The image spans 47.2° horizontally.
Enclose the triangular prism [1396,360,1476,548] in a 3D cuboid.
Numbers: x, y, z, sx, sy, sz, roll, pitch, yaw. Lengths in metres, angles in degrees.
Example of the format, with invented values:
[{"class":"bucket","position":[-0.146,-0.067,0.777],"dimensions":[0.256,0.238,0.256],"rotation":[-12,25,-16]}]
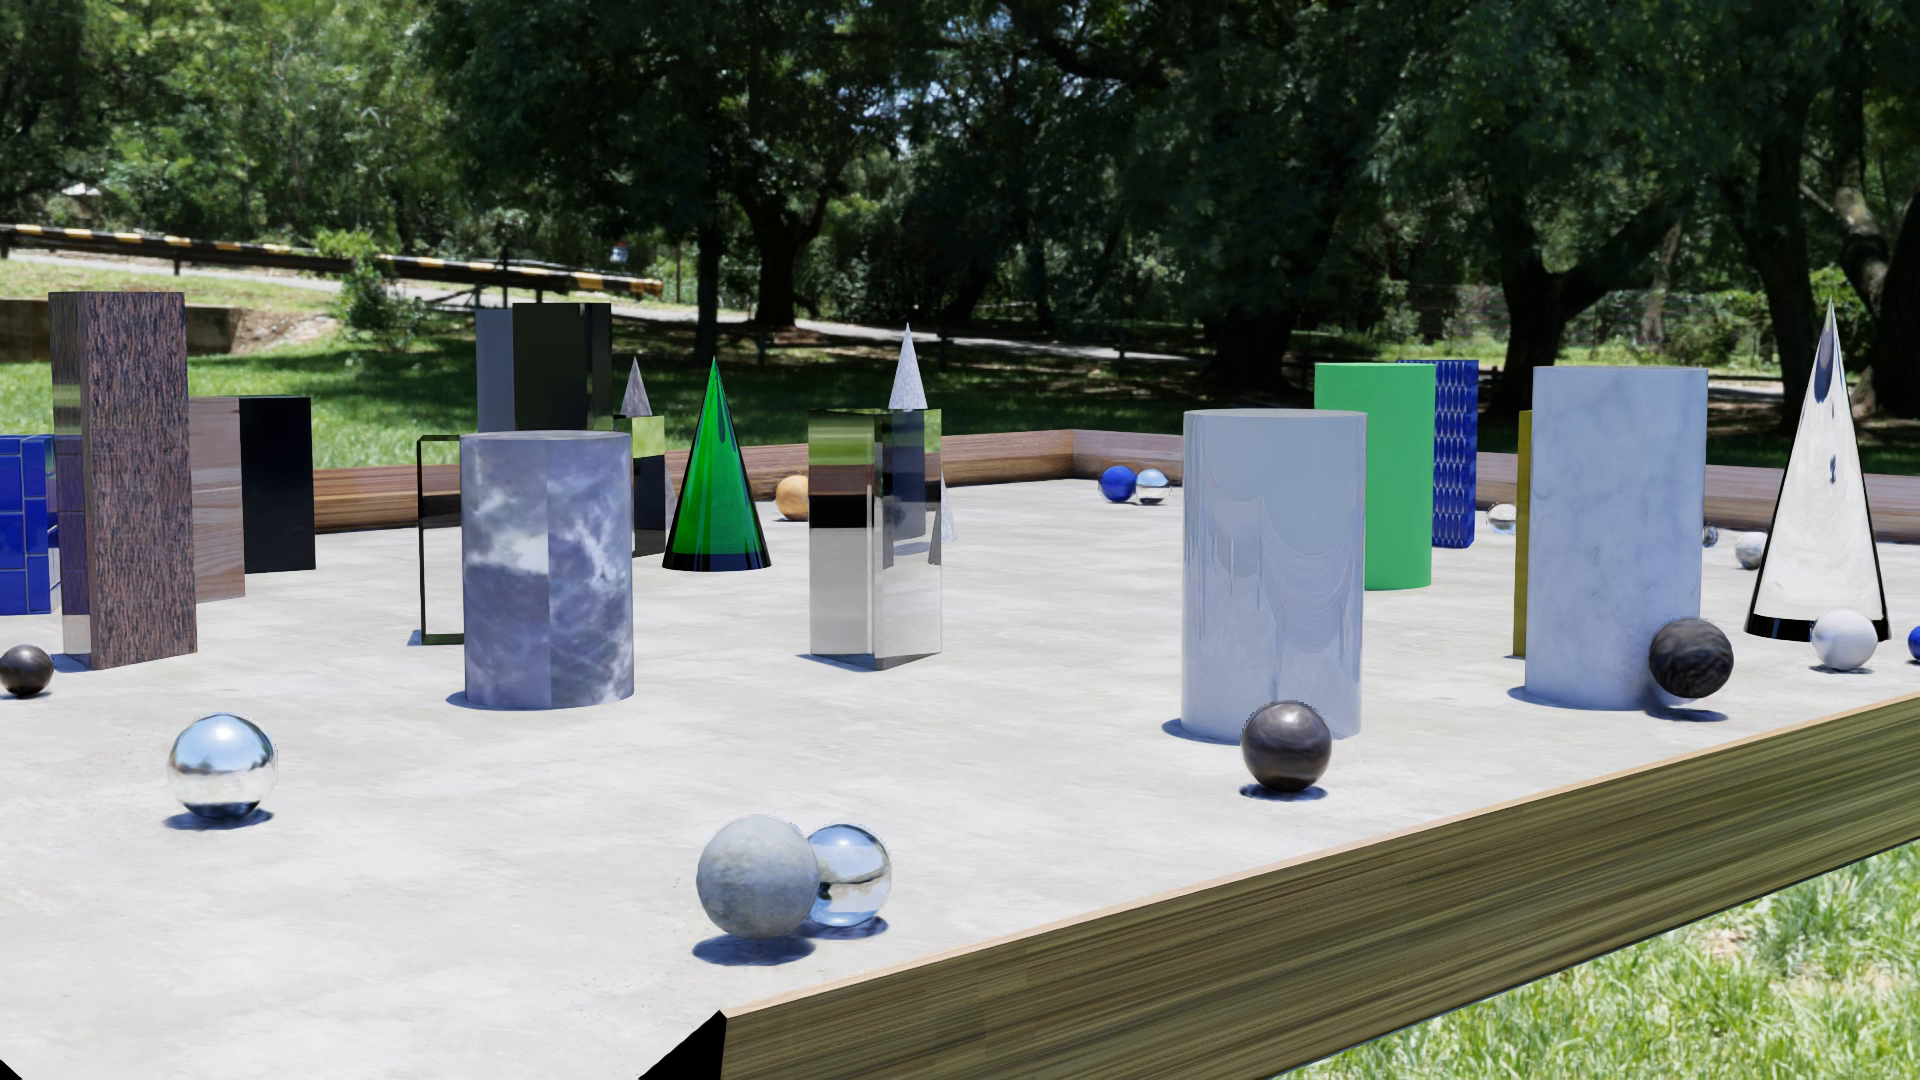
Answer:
[{"class":"triangular prism","position":[0.939,-0.169,4.191],"dimensions":[0.144,0.348,0.167],"rotation":[-6,8,-42]}]

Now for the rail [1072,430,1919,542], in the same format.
[{"class":"rail","position":[1.399,-0.102,4.615],"dimensions":[0.045,0.125,3.294],"rotation":[-6,8,-42]}]

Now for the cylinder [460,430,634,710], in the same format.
[{"class":"cylinder","position":[-0.475,0.029,2.533],"dimensions":[0.193,0.301,0.193],"rotation":[0,6,0]}]

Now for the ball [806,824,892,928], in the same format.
[{"class":"ball","position":[-0.086,0.243,1.590],"dimensions":[0.074,0.074,0.074],"rotation":[0,6,0]}]

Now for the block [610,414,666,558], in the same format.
[{"class":"block","position":[-0.643,-0.098,3.985],"dimensions":[0.154,0.251,0.154],"rotation":[3,7,28]}]

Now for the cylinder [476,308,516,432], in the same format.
[{"class":"cylinder","position":[-0.816,-0.215,4.170],"dimensions":[0.193,0.444,0.193],"rotation":[0,6,0]}]

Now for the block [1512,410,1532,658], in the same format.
[{"class":"block","position":[0.820,-0.008,2.819],"dimensions":[0.154,0.315,0.154],"rotation":[6,8,43]}]

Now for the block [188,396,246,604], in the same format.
[{"class":"block","position":[-1.213,-0.063,3.366],"dimensions":[0.154,0.310,0.154],"rotation":[3,7,29]}]

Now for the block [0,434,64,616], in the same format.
[{"class":"block","position":[-1.425,-0.024,3.262],"dimensions":[0.154,0.255,0.154],"rotation":[-2,6,-14]}]

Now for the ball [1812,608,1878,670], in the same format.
[{"class":"ball","position":[1.094,0.123,2.720],"dimensions":[0.076,0.076,0.076],"rotation":[0,6,0]}]

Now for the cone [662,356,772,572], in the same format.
[{"class":"cone","position":[-0.423,-0.138,3.810],"dimensions":[0.193,0.366,0.193],"rotation":[0,6,0]}]

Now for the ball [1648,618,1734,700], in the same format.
[{"class":"ball","position":[0.803,0.130,2.414],"dimensions":[0.089,0.089,0.089],"rotation":[0,6,0]}]

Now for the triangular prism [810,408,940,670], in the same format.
[{"class":"triangular prism","position":[-0.086,-0.007,2.804],"dimensions":[0.144,0.317,0.167],"rotation":[-4,7,-34]}]

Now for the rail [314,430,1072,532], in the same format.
[{"class":"rail","position":[-1.101,-0.092,4.518],"dimensions":[3.853,0.125,0.045],"rotation":[-6,8,-42]}]

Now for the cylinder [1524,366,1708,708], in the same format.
[{"class":"cylinder","position":[0.754,-0.009,2.532],"dimensions":[0.193,0.377,0.193],"rotation":[0,6,0]}]

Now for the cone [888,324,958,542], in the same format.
[{"class":"cone","position":[-0.101,-0.211,4.249],"dimensions":[0.193,0.420,0.193],"rotation":[0,6,0]}]

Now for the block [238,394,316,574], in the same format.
[{"class":"block","position":[-1.210,-0.098,3.773],"dimensions":[0.154,0.295,0.154],"rotation":[-4,7,-33]}]

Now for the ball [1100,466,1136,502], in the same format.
[{"class":"ball","position":[0.365,-0.129,5.065],"dimensions":[0.086,0.086,0.086],"rotation":[0,6,0]}]

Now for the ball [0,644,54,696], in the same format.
[{"class":"ball","position":[-1.079,0.150,2.538],"dimensions":[0.059,0.059,0.059],"rotation":[0,6,0]}]

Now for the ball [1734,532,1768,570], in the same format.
[{"class":"ball","position":[1.362,0.017,3.771],"dimensions":[0.065,0.065,0.065],"rotation":[0,6,0]}]

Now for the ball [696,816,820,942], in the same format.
[{"class":"ball","position":[-0.141,0.236,1.532],"dimensions":[0.086,0.086,0.086],"rotation":[0,6,0]}]

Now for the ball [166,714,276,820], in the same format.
[{"class":"ball","position":[-0.646,0.198,1.924],"dimensions":[0.092,0.092,0.092],"rotation":[0,6,0]}]

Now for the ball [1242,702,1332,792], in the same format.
[{"class":"ball","position":[0.302,0.191,2.031],"dimensions":[0.083,0.083,0.083],"rotation":[0,6,0]}]

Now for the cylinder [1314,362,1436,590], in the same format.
[{"class":"cylinder","position":[0.671,-0.107,3.572],"dimensions":[0.193,0.355,0.193],"rotation":[0,6,0]}]

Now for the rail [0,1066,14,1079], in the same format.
[{"class":"rail","position":[-1.399,0.167,2.049],"dimensions":[0.045,0.125,3.294],"rotation":[-6,8,-42]}]

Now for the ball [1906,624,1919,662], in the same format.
[{"class":"ball","position":[1.220,0.130,2.769],"dimensions":[0.051,0.051,0.051],"rotation":[0,6,0]}]

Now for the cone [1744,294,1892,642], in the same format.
[{"class":"cone","position":[1.181,-0.103,3.006],"dimensions":[0.193,0.465,0.193],"rotation":[0,6,0]}]

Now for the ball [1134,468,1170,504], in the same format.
[{"class":"ball","position":[0.436,-0.122,5.018],"dimensions":[0.083,0.083,0.083],"rotation":[0,6,0]}]

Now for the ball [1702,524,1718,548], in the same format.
[{"class":"ball","position":[1.399,-0.007,4.117],"dimensions":[0.042,0.042,0.042],"rotation":[0,6,0]}]

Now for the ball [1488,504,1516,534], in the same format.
[{"class":"ball","position":[1.077,-0.042,4.350],"dimensions":[0.062,0.062,0.062],"rotation":[0,6,0]}]

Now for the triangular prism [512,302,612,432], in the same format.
[{"class":"triangular prism","position":[-0.630,-0.168,3.672],"dimensions":[0.167,0.455,0.144],"rotation":[4,7,32]}]

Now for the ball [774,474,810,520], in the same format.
[{"class":"ball","position":[-0.342,-0.089,4.640],"dimensions":[0.096,0.096,0.096],"rotation":[0,6,0]}]

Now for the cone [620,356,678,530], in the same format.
[{"class":"cone","position":[-0.662,-0.202,4.494],"dimensions":[0.193,0.350,0.193],"rotation":[0,6,0]}]

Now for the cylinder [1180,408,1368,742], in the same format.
[{"class":"cylinder","position":[0.332,0.033,2.335],"dimensions":[0.193,0.335,0.193],"rotation":[0,6,0]}]

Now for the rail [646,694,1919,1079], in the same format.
[{"class":"rail","position":[1.101,0.157,2.146],"dimensions":[3.853,0.125,0.045],"rotation":[-6,8,-42]}]

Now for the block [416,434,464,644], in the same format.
[{"class":"block","position":[-0.653,-0.004,2.997],"dimensions":[0.154,0.271,0.154],"rotation":[-1,6,-10]}]

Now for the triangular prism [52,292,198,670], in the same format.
[{"class":"triangular prism","position":[-1.053,-0.082,2.800],"dimensions":[0.144,0.466,0.167],"rotation":[-4,7,-33]}]
